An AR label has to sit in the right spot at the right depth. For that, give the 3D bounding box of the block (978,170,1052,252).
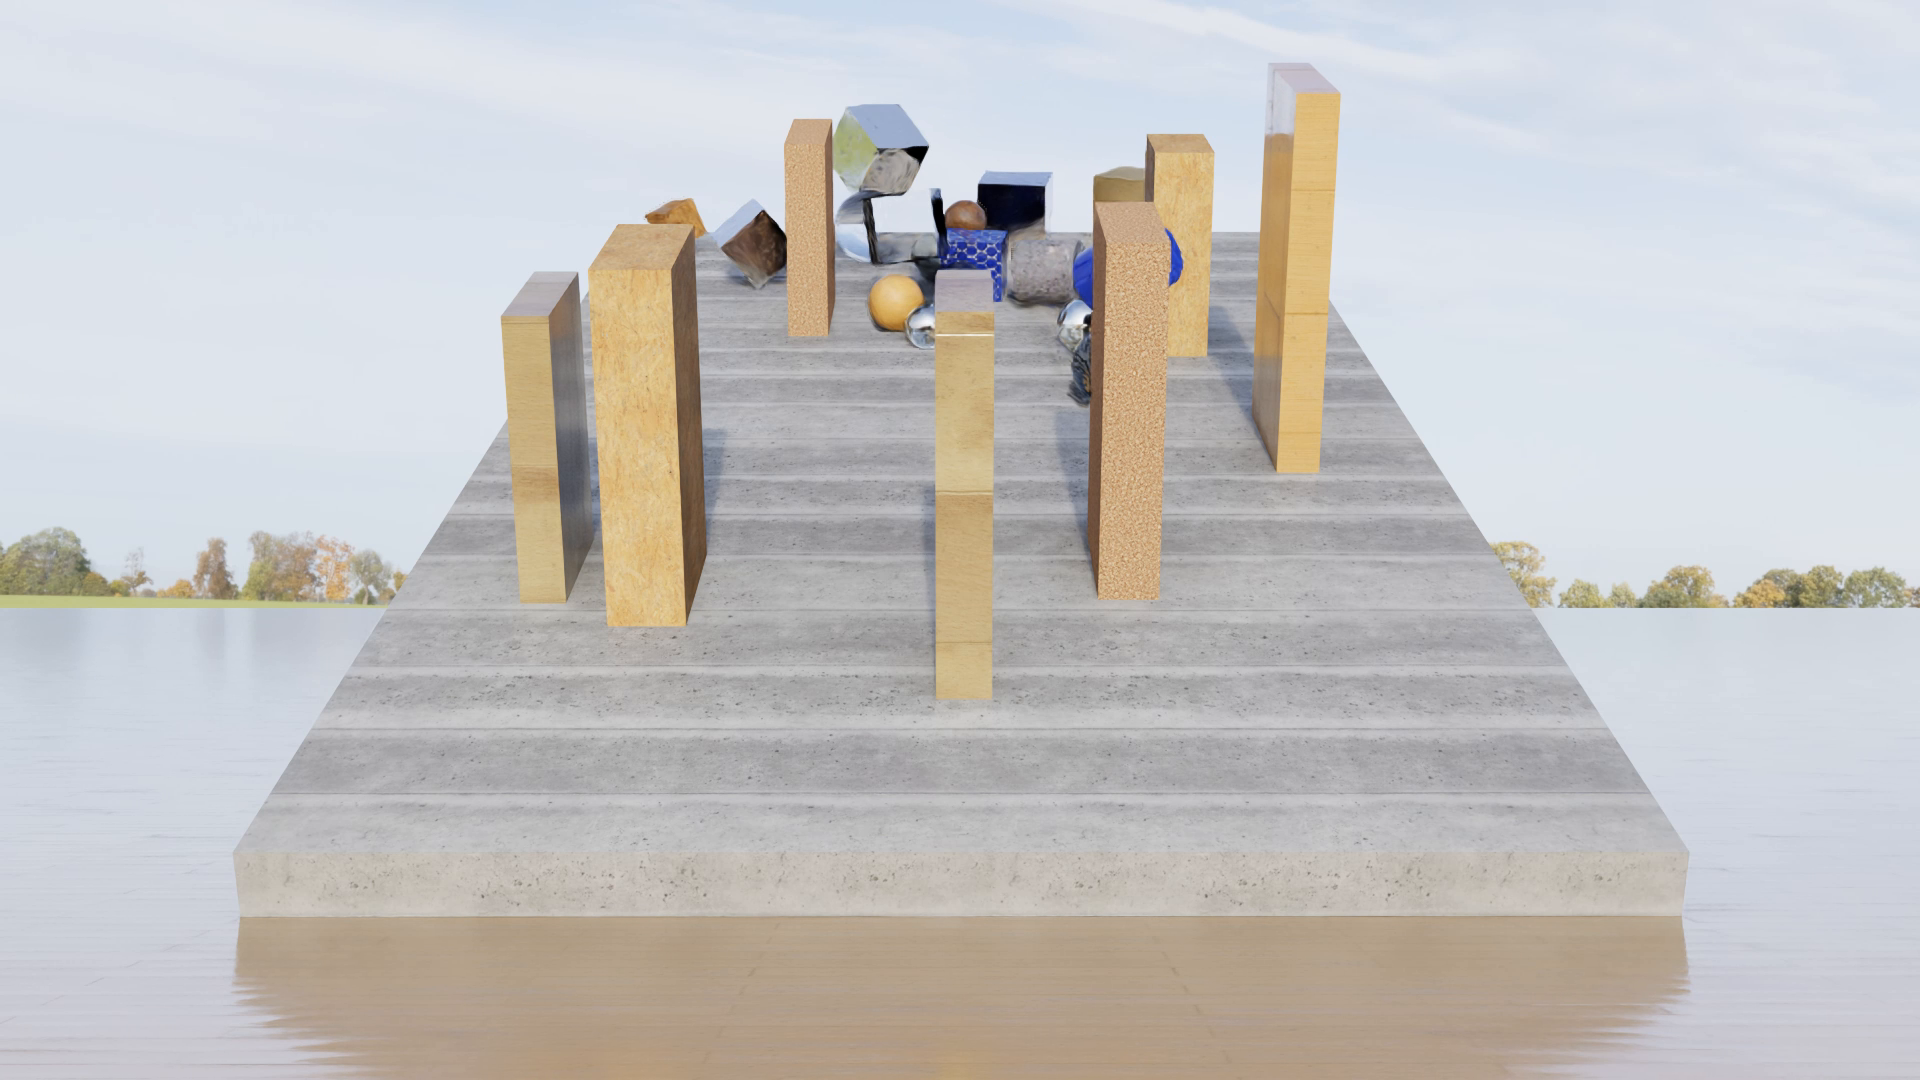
[{"bbox_3d":[0.162,-0.966,6.663,0.199,0.199,0.199,3,20,7],"label":"block"}]

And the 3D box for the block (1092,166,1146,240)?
[{"bbox_3d":[0.524,-1.001,6.776,0.190,0.190,0.190,11,23,27],"label":"block"}]

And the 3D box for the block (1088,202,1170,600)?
[{"bbox_3d":[0.298,-0.253,4.053,0.107,0.639,0.342,0,20,0],"label":"block"}]

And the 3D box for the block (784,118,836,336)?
[{"bbox_3d":[-0.382,-0.804,5.798,0.100,0.483,0.377,0,20,0],"label":"block"}]

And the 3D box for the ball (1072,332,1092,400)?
[{"bbox_3d":[0.342,-0.391,5.105,0.181,0.181,0.181,0,-2,0],"label":"ball"}]

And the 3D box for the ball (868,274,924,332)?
[{"bbox_3d":[-0.162,-0.601,5.737,0.143,0.143,0.143,0,-2,0],"label":"ball"}]

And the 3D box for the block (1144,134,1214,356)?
[{"bbox_3d":[0.532,-0.726,5.566,0.141,0.498,0.261,0,20,0],"label":"block"}]

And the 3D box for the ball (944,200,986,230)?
[{"bbox_3d":[0.014,-0.882,6.275,0.120,0.120,0.120,0,-2,0],"label":"ball"}]

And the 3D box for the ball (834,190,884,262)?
[{"bbox_3d":[-0.258,-0.892,6.450,0.205,0.205,0.205,0,-2,0],"label":"ball"}]

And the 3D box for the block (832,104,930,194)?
[{"bbox_3d":[-0.240,-1.128,6.565,0.187,0.187,0.187,-11,-35,-37],"label":"block"}]

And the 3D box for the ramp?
[{"bbox_3d":[-0.005,-0.206,5.007,2.000,0.100,4.000,0,20,0],"label":"ramp"}]

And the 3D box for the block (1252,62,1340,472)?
[{"bbox_3d":[0.697,-0.576,4.741,0.087,0.778,0.419,0,20,0],"label":"block"}]

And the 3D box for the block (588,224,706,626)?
[{"bbox_3d":[-0.537,-0.205,3.940,0.134,0.623,0.353,0,20,0],"label":"block"}]

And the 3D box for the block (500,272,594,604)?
[{"bbox_3d":[-0.732,-0.188,4.047,0.080,0.518,0.329,0,20,0],"label":"block"}]

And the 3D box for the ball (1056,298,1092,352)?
[{"bbox_3d":[0.303,-0.522,5.533,0.135,0.135,0.135,0,-2,0],"label":"ball"}]

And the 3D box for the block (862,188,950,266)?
[{"bbox_3d":[-0.137,-0.797,5.763,0.172,0.172,0.172,-6,9,10],"label":"block"}]

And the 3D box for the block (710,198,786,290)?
[{"bbox_3d":[-0.561,-0.811,6.198,0.158,0.158,0.158,-41,26,0],"label":"block"}]

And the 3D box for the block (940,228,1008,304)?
[{"bbox_3d":[0.038,-0.737,6.087,0.162,0.162,0.162,2,20,6],"label":"block"}]

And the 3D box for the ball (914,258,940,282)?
[{"bbox_3d":[-0.059,-0.779,6.241,0.135,0.135,0.135,0,-2,0],"label":"ball"}]

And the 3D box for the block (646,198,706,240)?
[{"bbox_3d":[-0.827,-0.920,6.601,0.107,0.107,0.107,-36,26,-31],"label":"block"}]

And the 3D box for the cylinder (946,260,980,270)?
[{"bbox_3d":[0.007,-0.661,5.939,0.118,0.118,0.118,0,20,-2],"label":"cylinder"}]

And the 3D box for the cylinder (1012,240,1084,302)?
[{"bbox_3d":[0.237,-0.708,5.981,0.163,0.163,0.163,1,-1,17],"label":"cylinder"}]

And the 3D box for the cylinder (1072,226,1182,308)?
[{"bbox_3d":[0.387,-0.631,5.241,0.180,0.180,0.180,1,-20,-38],"label":"cylinder"}]

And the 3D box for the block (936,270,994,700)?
[{"bbox_3d":[0.006,-0.090,3.613,0.089,0.631,0.266,0,20,0],"label":"block"}]

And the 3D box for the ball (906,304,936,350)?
[{"bbox_3d":[-0.080,-0.525,5.577,0.109,0.109,0.109,0,-2,0],"label":"ball"}]
